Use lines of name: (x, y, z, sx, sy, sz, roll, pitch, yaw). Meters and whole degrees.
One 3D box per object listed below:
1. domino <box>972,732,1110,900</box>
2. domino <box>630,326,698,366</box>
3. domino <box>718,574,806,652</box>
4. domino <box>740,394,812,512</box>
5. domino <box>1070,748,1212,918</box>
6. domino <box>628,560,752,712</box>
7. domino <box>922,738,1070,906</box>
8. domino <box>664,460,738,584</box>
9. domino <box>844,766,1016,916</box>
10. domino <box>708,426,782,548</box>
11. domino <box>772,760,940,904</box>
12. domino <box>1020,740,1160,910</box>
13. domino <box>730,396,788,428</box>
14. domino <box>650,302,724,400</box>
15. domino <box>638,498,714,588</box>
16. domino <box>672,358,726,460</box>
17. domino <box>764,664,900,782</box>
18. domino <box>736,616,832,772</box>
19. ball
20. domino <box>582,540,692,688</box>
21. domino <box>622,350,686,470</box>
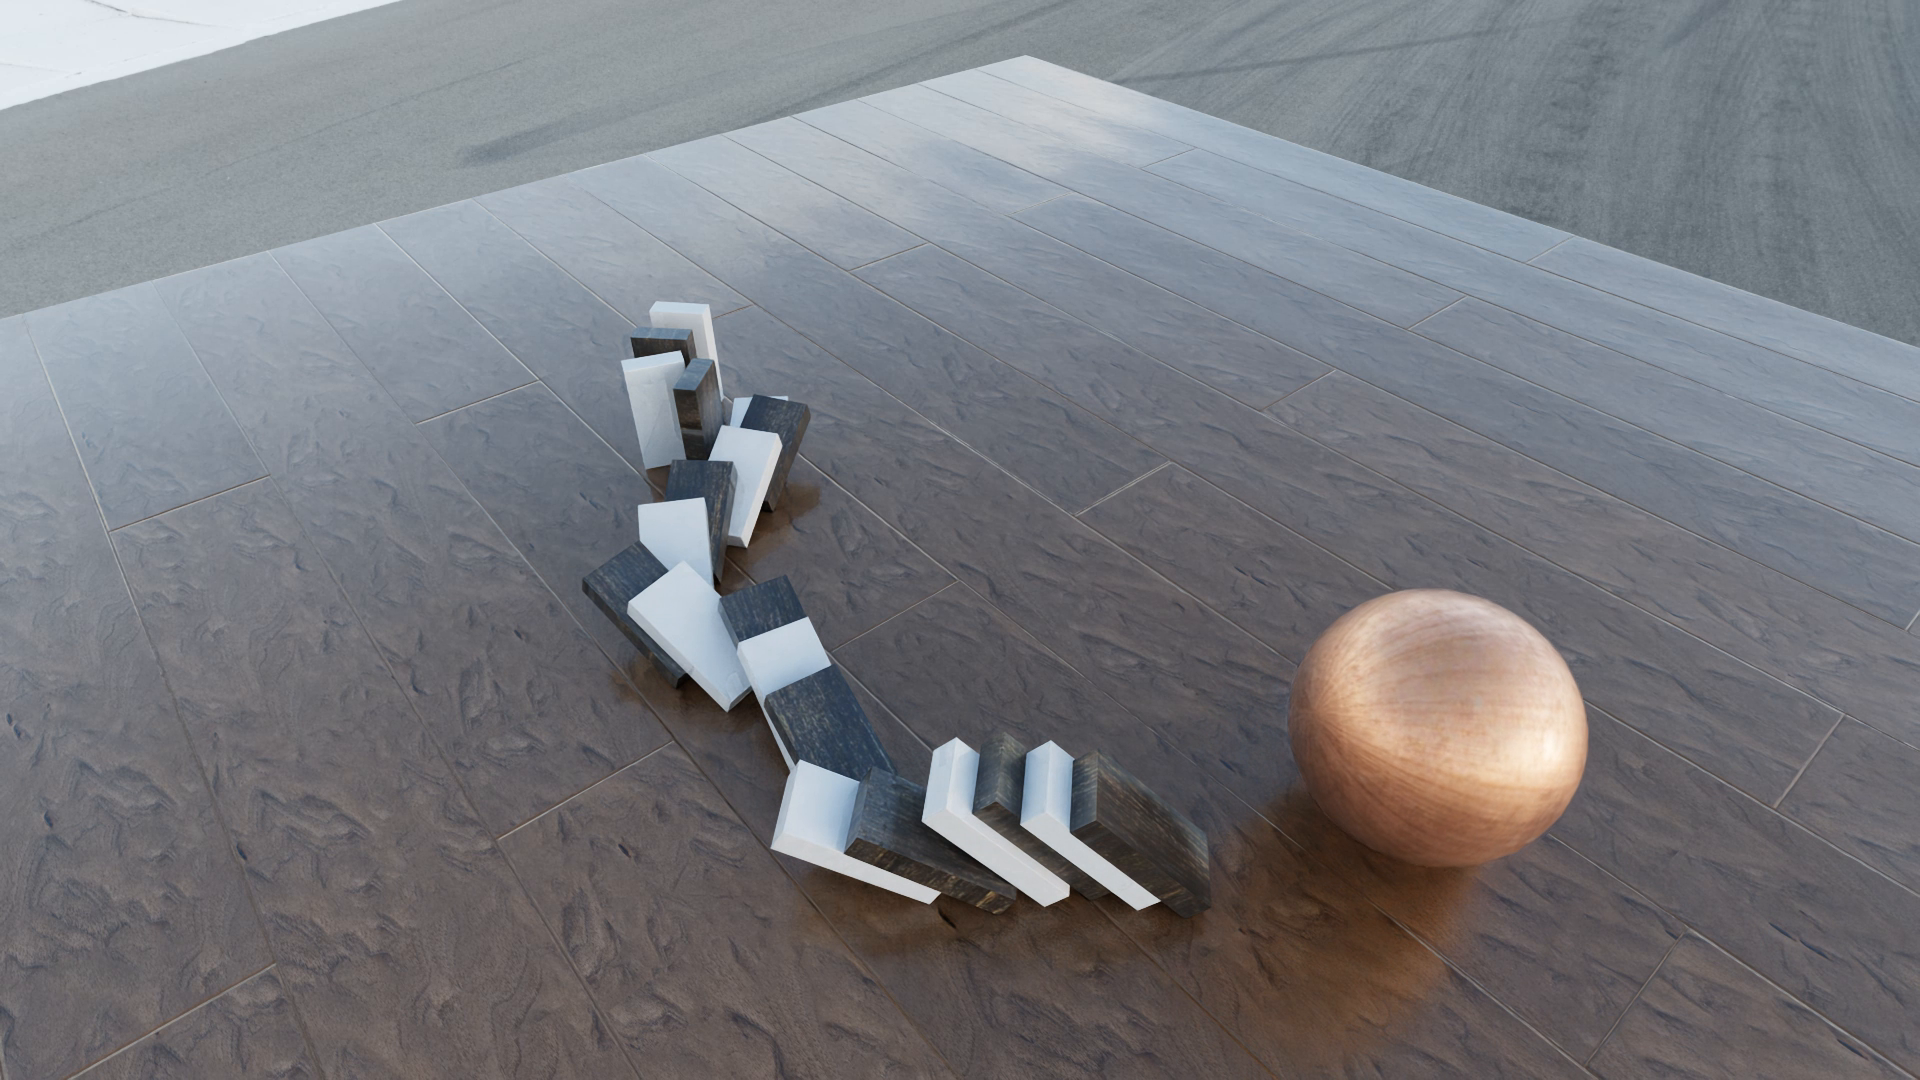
domino: (0.026, 0.080, 0.320, 0.050, 0.010, 0.025, 41, 34, -22)
domino: (-0.131, -0.071, 0.499, 0.025, 0.050, 0.009, 3, 39, 4)
domino: (-0.062, 0.039, 0.379, 0.025, 0.009, 0.050, -20, 69, -25)
domino: (-0.085, -0.038, 0.474, 0.025, 0.010, 0.050, 12, 64, 10)
domino: (0.052, 0.084, 0.315, 0.050, 0.010, 0.025, 40, 34, -23)
domino: (-0.089, 0.033, 0.385, 0.050, 0.010, 0.025, 43, 56, 7)
domino: (0.012, 0.082, 0.318, 0.010, 0.050, 0.025, -35, 27, 31)
domino: (-0.105, -0.008, 0.437, 0.025, 0.010, 0.050, 2, 64, 2)
domino: (-0.007, 0.087, 0.320, 0.050, 0.010, 0.025, 25, 38, -13)
domino: (-0.094, -0.023, 0.456, 0.025, 0.010, 0.050, 9, 63, 10)
domino: (-0.028, 0.085, 0.322, 0.050, 0.010, 0.025, 24, 38, -14)
domino: (0.039, 0.083, 0.317, 0.050, 0.010, 0.025, 40, 34, -23)
domino: (-0.092, -0.048, 0.502, 0.025, 0.009, 0.050, -3, 39, -3)
domino: (-0.128, -0.087, 0.517, 0.025, 0.050, 0.010, 4, 40, 5)
domino: (-0.107, 0.009, 0.417, 0.025, 0.010, 0.050, -7, 64, -9)
domino: (-0.110, -0.050, 0.472, 0.009, 0.050, 0.025, 5, 40, 6)
domino: (-0.039, 0.067, 0.347, 0.025, 0.010, 0.050, -23, 69, -26)
domino: (-0.052, 0.053, 0.363, 0.025, 0.010, 0.050, -20, 69, -24)
ball: (0.138, 0.054, 0.322, 0.080, 0.080, 0.080, 0, 39, 0)
domino: (-0.108, 0.026, 0.393, 0.050, 0.010, 0.025, 44, 56, 8)
domino: (-0.130, -0.056, 0.480, 0.025, 0.050, 0.009, -13, 41, -16)
